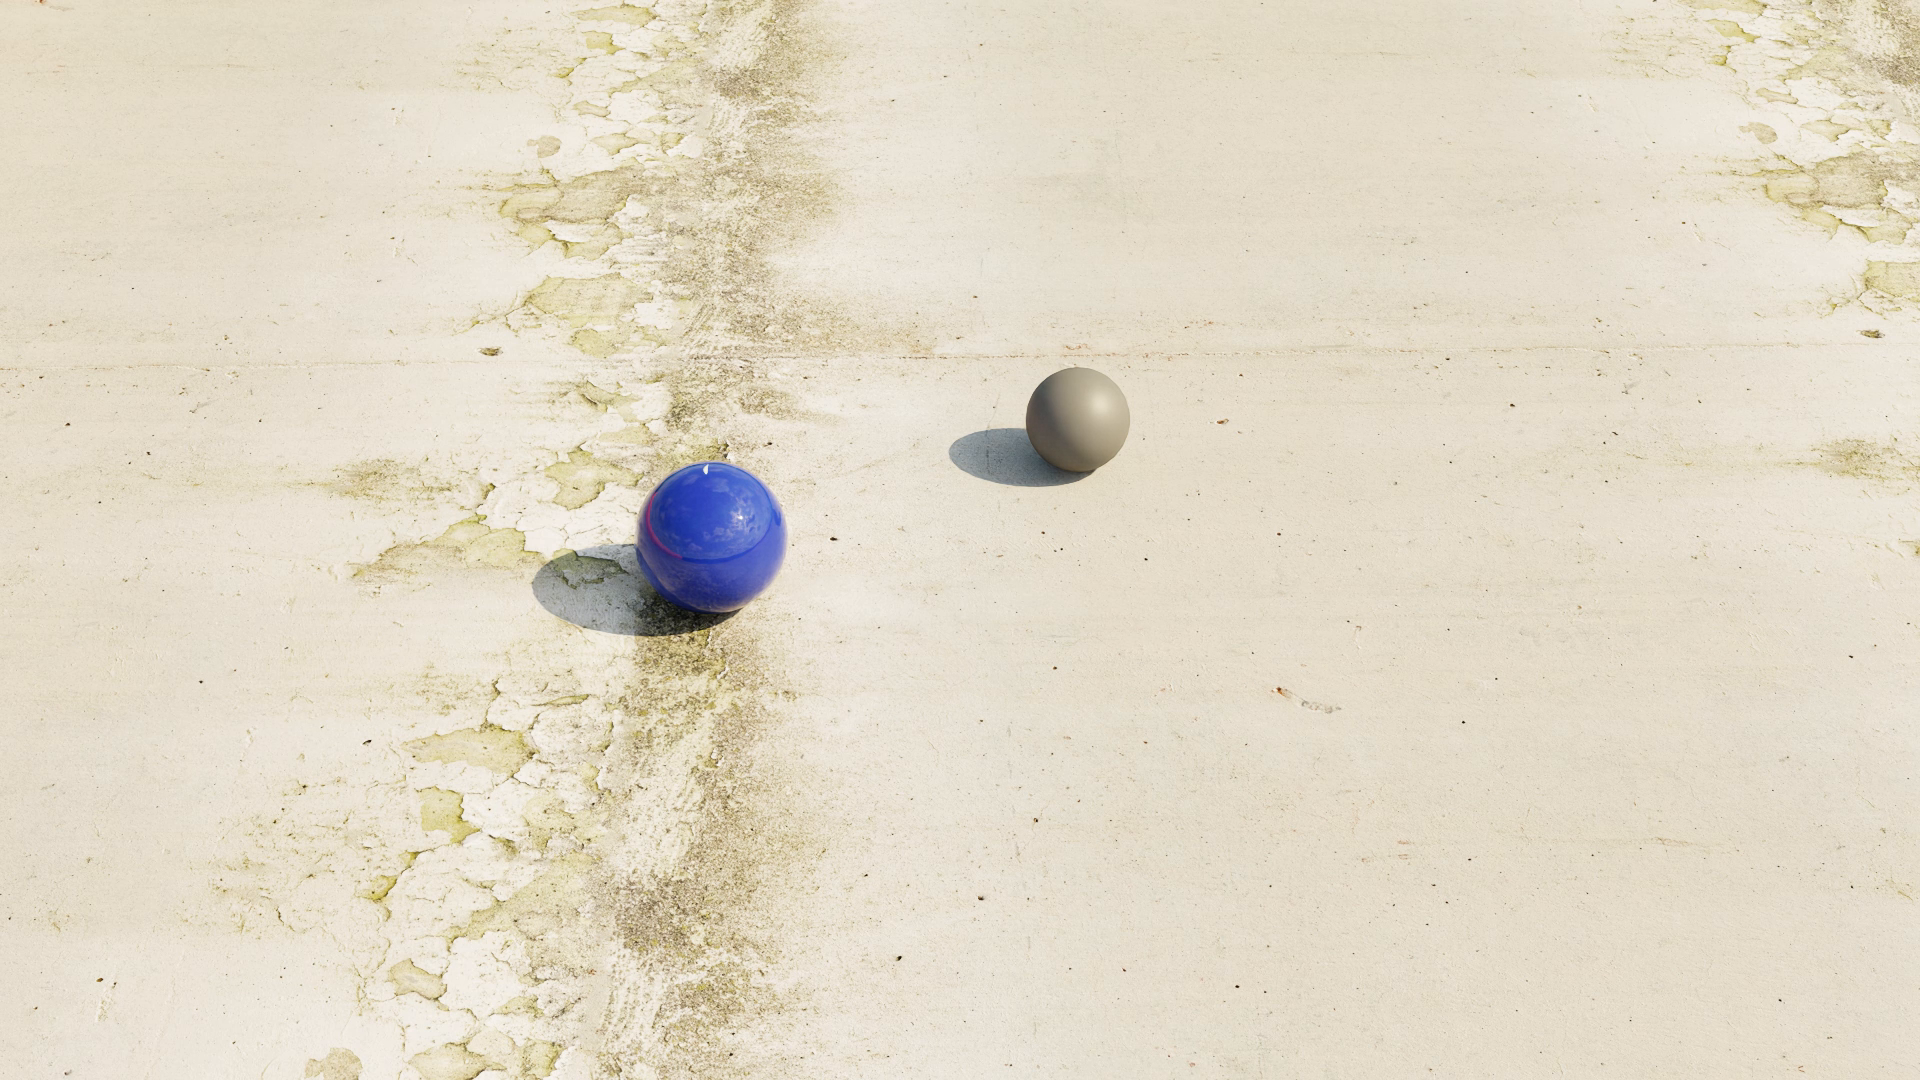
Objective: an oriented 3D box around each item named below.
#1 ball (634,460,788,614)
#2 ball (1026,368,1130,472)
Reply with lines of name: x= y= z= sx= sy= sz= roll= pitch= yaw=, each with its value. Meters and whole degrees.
ball: x=-0.153 y=-0.002 z=1.583 sx=0.095 sy=0.095 sz=0.095 roll=0 pitch=36 yaw=0
ball: x=0.079 y=-0.080 z=1.710 sx=0.070 sy=0.070 sz=0.070 roll=0 pitch=36 yaw=0
